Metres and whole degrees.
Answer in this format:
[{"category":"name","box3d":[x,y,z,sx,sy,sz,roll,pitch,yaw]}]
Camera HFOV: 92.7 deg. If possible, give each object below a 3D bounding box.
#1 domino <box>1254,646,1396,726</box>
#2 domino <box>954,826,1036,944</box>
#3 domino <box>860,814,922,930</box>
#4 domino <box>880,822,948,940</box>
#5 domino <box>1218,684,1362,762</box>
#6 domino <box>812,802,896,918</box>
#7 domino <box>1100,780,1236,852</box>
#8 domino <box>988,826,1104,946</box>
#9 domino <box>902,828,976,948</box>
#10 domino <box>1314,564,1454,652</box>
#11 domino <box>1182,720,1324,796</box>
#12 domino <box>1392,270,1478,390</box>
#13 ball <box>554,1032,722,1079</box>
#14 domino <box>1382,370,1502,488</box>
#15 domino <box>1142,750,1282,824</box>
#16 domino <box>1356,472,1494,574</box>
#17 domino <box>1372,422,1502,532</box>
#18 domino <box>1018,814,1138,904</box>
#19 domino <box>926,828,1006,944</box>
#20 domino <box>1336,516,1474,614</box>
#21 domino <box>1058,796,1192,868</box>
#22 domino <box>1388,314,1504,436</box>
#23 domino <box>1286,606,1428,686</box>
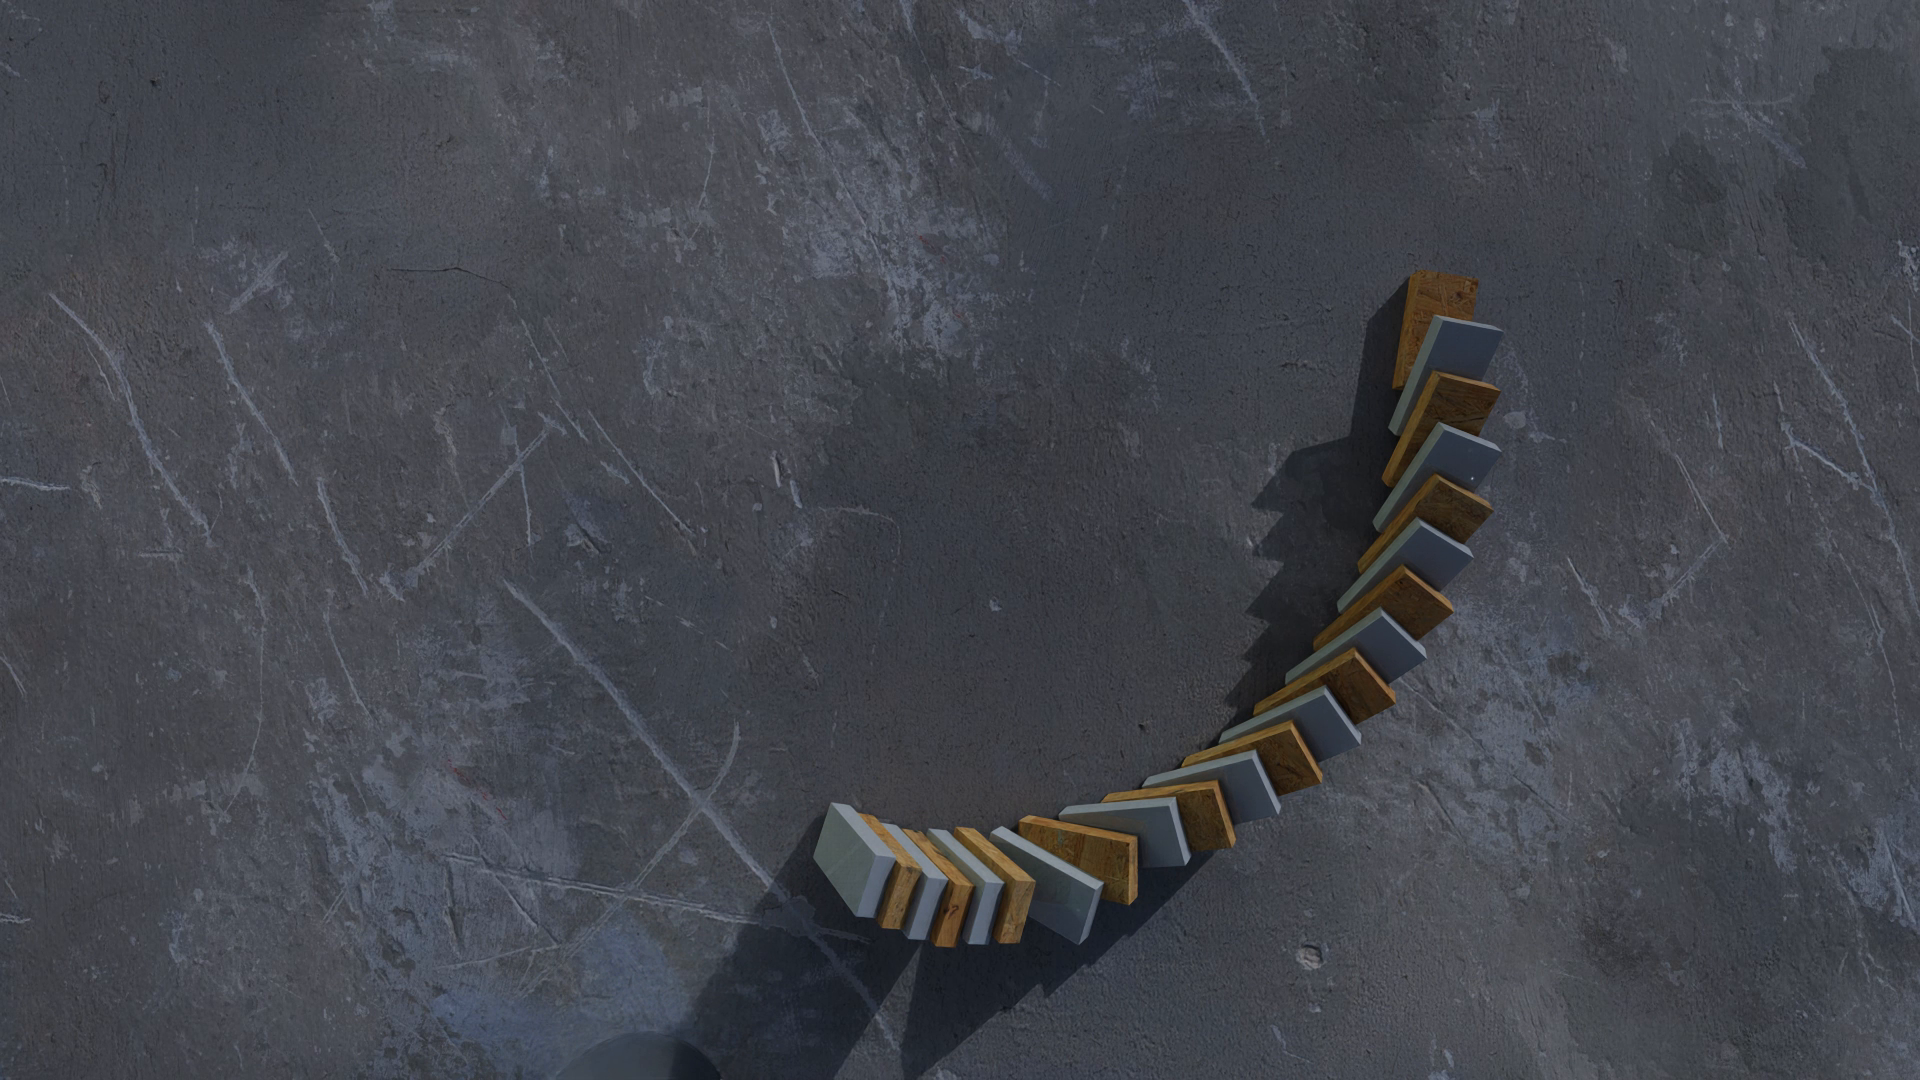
[{"category":"domino","box3d":[0.152,0.069,0.383,0.050,0.009,0.025,-41,90,30]},{"category":"domino","box3d":[0.011,0.140,0.376,0.009,0.050,0.025,15,91,-29]},{"category":"domino","box3d":[-0.034,0.135,0.376,0.010,0.050,0.025,18,90,-29]},{"category":"domino","box3d":[-0.024,0.139,0.376,0.009,0.050,0.025,18,90,-29]},{"category":"domino","box3d":[0.137,0.083,0.383,0.050,0.010,0.025,-35,90,30]},{"category":"domino","box3d":[-0.044,0.130,0.376,0.009,0.050,0.025,18,90,-29]},{"category":"domino","box3d":[0.087,0.117,0.383,0.050,0.009,0.025,-17,90,30]},{"category":"domino","box3d":[0.033,0.143,0.381,0.050,0.010,0.025,20,101,30]},{"category":"domino","box3d":[-0.013,0.142,0.376,0.009,0.050,0.025,18,90,-30]},{"category":"domino","box3d":[0.176,0.036,0.384,0.025,0.009,0.050,39,120,0]},{"category":"domino","box3d":[0.122,0.096,0.383,0.050,0.009,0.025,-29,90,30]},{"category":"domino","box3d":[0.205,-0.089,0.395,0.025,0.009,0.050,9,90,0]},{"category":"ball","box3d":[-0.130,0.239,0.360,0.080,0.080,0.080,0,90,0]},{"category":"domino","box3d":[0.201,-0.043,0.384,0.025,0.010,0.050,14,117,0]},{"category":"domino","box3d":[0.105,0.107,0.383,0.050,0.010,0.025,-25,90,30]},{"category":"domino","box3d":[0.194,-0.001,0.384,0.025,0.009,0.050,29,119,0]},{"category":"domino","box3d":[0.199,-0.022,0.384,0.025,0.009,0.050,22,119,0]},{"category":"domino","box3d":[0.049,0.133,0.383,0.050,0.010,0.025,1,91,32]},{"category":"domino","box3d":[-0.001,0.141,0.376,0.009,0.050,0.025,16,90,-29]},{"category":"domino","box3d":[0.185,0.017,0.384,0.025,0.010,0.050,32,119,0]},{"category":"domino","box3d":[0.068,0.123,0.383,0.050,0.010,0.025,-15,90,30]},{"category":"domino","box3d":[0.203,-0.066,0.384,0.025,0.010,0.050,10,117,-1]},{"category":"domino","box3d":[0.165,0.053,0.384,0.025,0.009,0.050,44,120,0]}]
